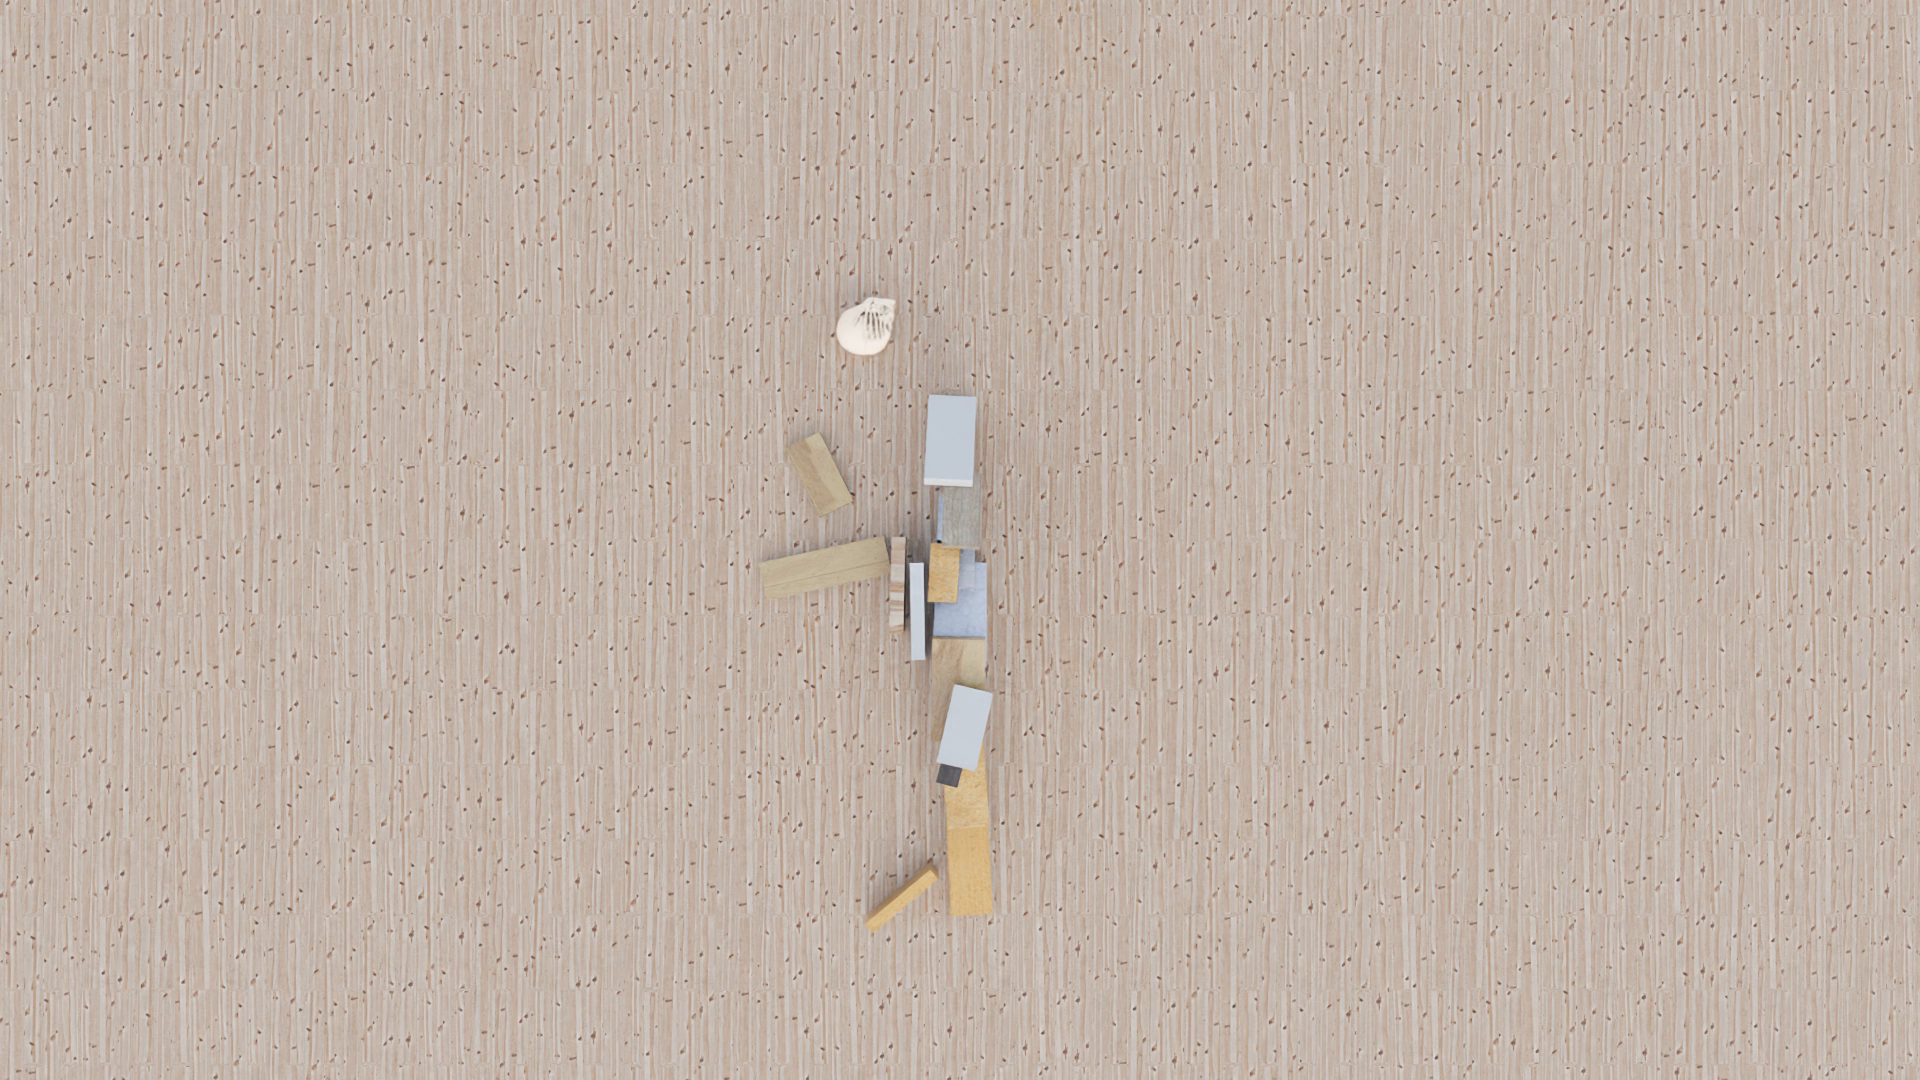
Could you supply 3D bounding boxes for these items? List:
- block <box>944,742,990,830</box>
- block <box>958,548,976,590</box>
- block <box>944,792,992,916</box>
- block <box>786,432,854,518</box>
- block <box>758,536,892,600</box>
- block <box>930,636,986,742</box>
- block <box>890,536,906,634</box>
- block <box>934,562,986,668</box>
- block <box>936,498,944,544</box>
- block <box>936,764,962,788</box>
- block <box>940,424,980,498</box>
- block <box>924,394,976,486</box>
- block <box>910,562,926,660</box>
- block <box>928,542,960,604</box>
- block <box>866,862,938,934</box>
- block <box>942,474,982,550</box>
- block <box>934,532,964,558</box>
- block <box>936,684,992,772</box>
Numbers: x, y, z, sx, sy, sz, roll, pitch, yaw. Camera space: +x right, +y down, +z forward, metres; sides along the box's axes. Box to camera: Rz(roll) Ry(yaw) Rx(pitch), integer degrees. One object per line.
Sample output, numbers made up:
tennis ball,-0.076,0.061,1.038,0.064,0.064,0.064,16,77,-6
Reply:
block,0.018,0.808,5.441,0.138,0.039,0.276,-4,90,0
block,0.001,0.067,5.441,0.096,0.027,0.192,2,70,1
block,0.025,0.962,5.480,0.138,0.039,0.559,-3,90,0
block,-0.466,-0.216,5.482,0.127,0.036,0.254,-26,90,0
block,-0.446,0.093,5.482,0.425,0.036,0.127,-12,90,0
block,-0.007,0.483,5.353,0.171,0.048,0.342,1,100,0
block,-0.203,0.147,5.421,0.044,0.157,0.314,1,90,0
block,0.002,0.246,5.432,0.171,0.048,0.342,0,75,0
block,-0.008,-0.108,5.442,0.124,0.035,0.248,3,70,0
block,-0.025,0.718,5.303,0.071,0.020,0.142,15,89,-2
block,0.001,-0.262,5.450,0.124,0.035,0.248,1,75,0
block,-0.031,-0.327,5.411,0.157,0.044,0.314,3,64,0
block,-0.138,0.231,5.421,0.044,0.157,0.314,-1,90,0
block,-0.052,0.108,5.387,0.096,0.027,0.192,3,84,2
block,-0.190,1.175,5.431,0.276,0.138,0.039,-40,90,0
block,0.006,-0.095,5.368,0.124,0.035,0.248,2,75,0
block,-0.023,-0.045,5.452,0.096,0.027,0.192,10,70,3
block,0.015,0.602,5.286,0.127,0.036,0.254,13,79,-2
